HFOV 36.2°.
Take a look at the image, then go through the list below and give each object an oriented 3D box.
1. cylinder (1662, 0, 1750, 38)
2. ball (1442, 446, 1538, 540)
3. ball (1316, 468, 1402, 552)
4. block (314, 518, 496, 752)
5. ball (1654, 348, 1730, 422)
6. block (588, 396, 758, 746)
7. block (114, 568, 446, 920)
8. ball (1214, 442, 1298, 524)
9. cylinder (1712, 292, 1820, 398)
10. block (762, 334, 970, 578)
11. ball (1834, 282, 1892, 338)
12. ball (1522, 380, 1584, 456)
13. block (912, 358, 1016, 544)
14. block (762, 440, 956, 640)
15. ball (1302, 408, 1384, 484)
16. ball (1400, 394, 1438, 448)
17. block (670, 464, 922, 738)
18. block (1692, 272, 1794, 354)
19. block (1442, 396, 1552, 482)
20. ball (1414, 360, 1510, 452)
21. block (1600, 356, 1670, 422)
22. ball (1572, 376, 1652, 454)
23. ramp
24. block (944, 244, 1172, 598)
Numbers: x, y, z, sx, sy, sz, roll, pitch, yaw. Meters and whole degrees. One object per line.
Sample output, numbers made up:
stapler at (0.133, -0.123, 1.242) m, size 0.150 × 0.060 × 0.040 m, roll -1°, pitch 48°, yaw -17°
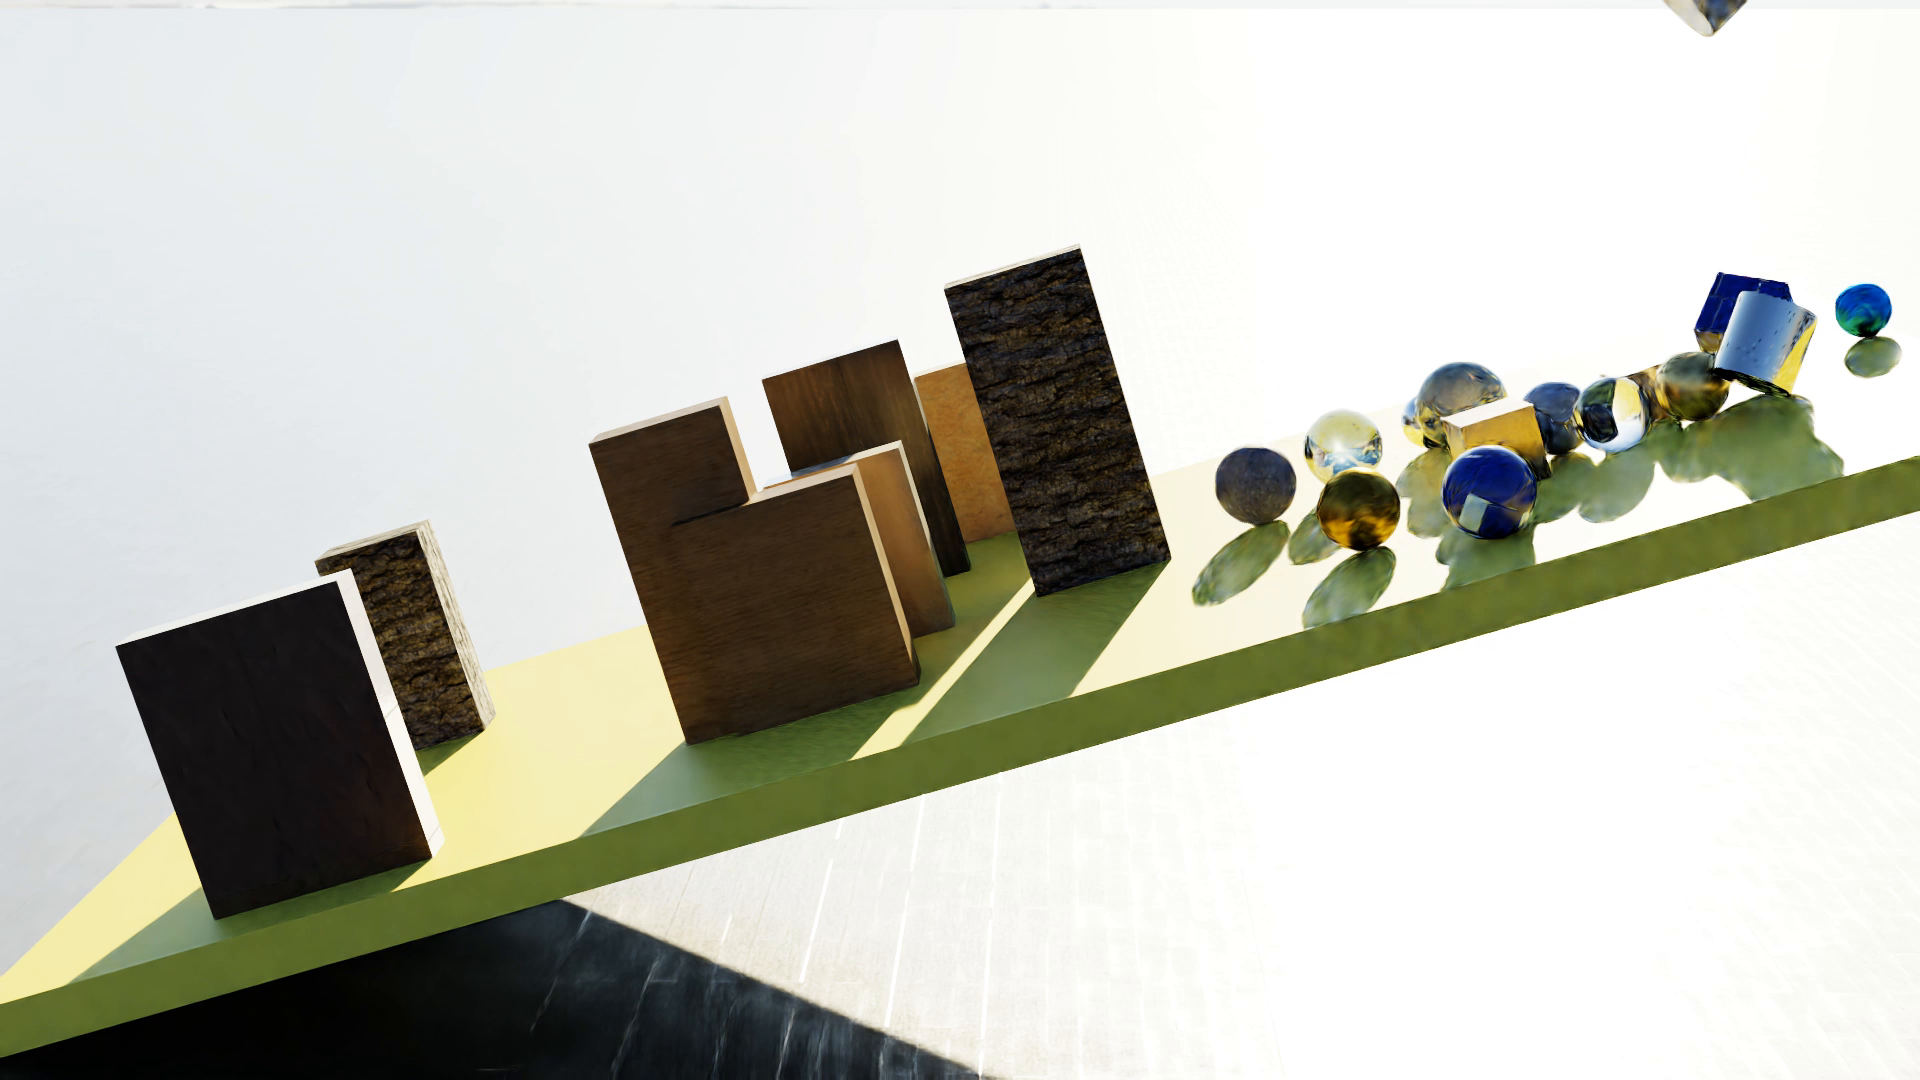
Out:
cylinder at (1.537, -1.151, 6.002) m, size 0.177 × 0.177 × 0.177 m, roll 45°, pitch 3°, yaw -3°
ball at (0.990, -0.089, 5.503) m, size 0.177 × 0.177 × 0.177 m, roll 0°, pitch 11°, yaw 0°
ball at (0.779, -0.060, 5.741) m, size 0.163 × 0.163 × 0.163 m, roll 0°, pitch 11°, yaw 0°
block at (-1.259, 0.225, 6.693) m, size 0.243 × 0.481 × 0.148 m, roll -16°, pitch 10°, yaw 5°
ball at (1.488, -0.315, 5.975) m, size 0.151 × 0.151 × 0.151 m, roll 0°, pitch 11°, yaw 0°
block at (-0.504, 0.062, 5.866) m, size 0.272 × 0.637 × 0.133 m, roll -16°, pitch 10°, yaw 5°
block at (-1.293, 0.391, 5.613) m, size 0.445 × 0.562 × 0.110 m, roll -16°, pitch 10°, yaw 5°
ball at (0.631, -0.121, 6.280) m, size 0.177 × 0.177 × 0.177 m, roll 0°, pitch 11°, yaw 0°
cylinder at (1.598, -0.388, 5.835) m, size 0.162 × 0.162 × 0.162 m, roll 21°, pitch -2°, yaw 1°
block at (-0.214, -0.155, 6.776) m, size 0.328 × 0.561 × 0.083 m, roll -16°, pitch 10°, yaw 5°
ball at (1.930, -0.492, 6.285) m, size 0.120 × 0.120 × 0.120 m, roll 0°, pitch 11°, yaw 0°
ball at (1.224, -0.251, 6.048) m, size 0.158 × 0.158 × 0.158 m, roll 0°, pitch 11°, yaw 0°
block at (0.094, -0.238, 7.103) m, size 0.353 × 0.426 × 0.088 m, roll -16°, pitch 10°, yaw 5°
block at (-0.212, 0.028, 6.240) m, size 0.300 × 0.401 × 0.098 m, roll -16°, pitch 10°, yaw 5°
ball at (0.830, -0.199, 6.374) m, size 0.175 × 0.175 × 0.175 m, roll 0°, pitch 11°, yaw 0°
ball at (1.042, -0.267, 6.523) m, size 0.130 × 0.130 × 0.130 m, roll 0°, pitch 11°, yaw 0°
block at (-0.321, 0.118, 5.820) m, size 0.372 × 0.440 × 0.131 m, roll -16°, pitch 10°, yaw 5°
block at (1.635, -0.442, 6.113) m, size 0.151 × 0.151 × 0.151 m, roll 13°, pitch -25°, yaw 33°
block at (1.086, -0.188, 5.955) m, size 0.152 × 0.152 × 0.152 m, roll -18°, pitch 10°, yaw -2°
ball at (1.086, -0.289, 6.359) m, size 0.203 × 0.203 × 0.203 m, roll 0°, pitch 11°, yaw 0°
block at (1.426, -0.309, 6.152) m, size 0.114 × 0.114 × 0.114 m, roll -19°, pitch 10°, yaw -11°
ball at (1.311, -0.252, 5.911) m, size 0.156 × 0.156 × 0.156 m, roll 0°, pitch 11°, yaw 0°
ramp at (0.094, 0.186, 6.317) m, size 4.000 × 0.100 × 2.000 m, roll -16°, pitch 10°, yaw 5°
block at (0.209, -0.253, 6.236) m, size 0.298 × 0.686 × 0.115 m, roll -16°, pitch 10°, yaw 5°
